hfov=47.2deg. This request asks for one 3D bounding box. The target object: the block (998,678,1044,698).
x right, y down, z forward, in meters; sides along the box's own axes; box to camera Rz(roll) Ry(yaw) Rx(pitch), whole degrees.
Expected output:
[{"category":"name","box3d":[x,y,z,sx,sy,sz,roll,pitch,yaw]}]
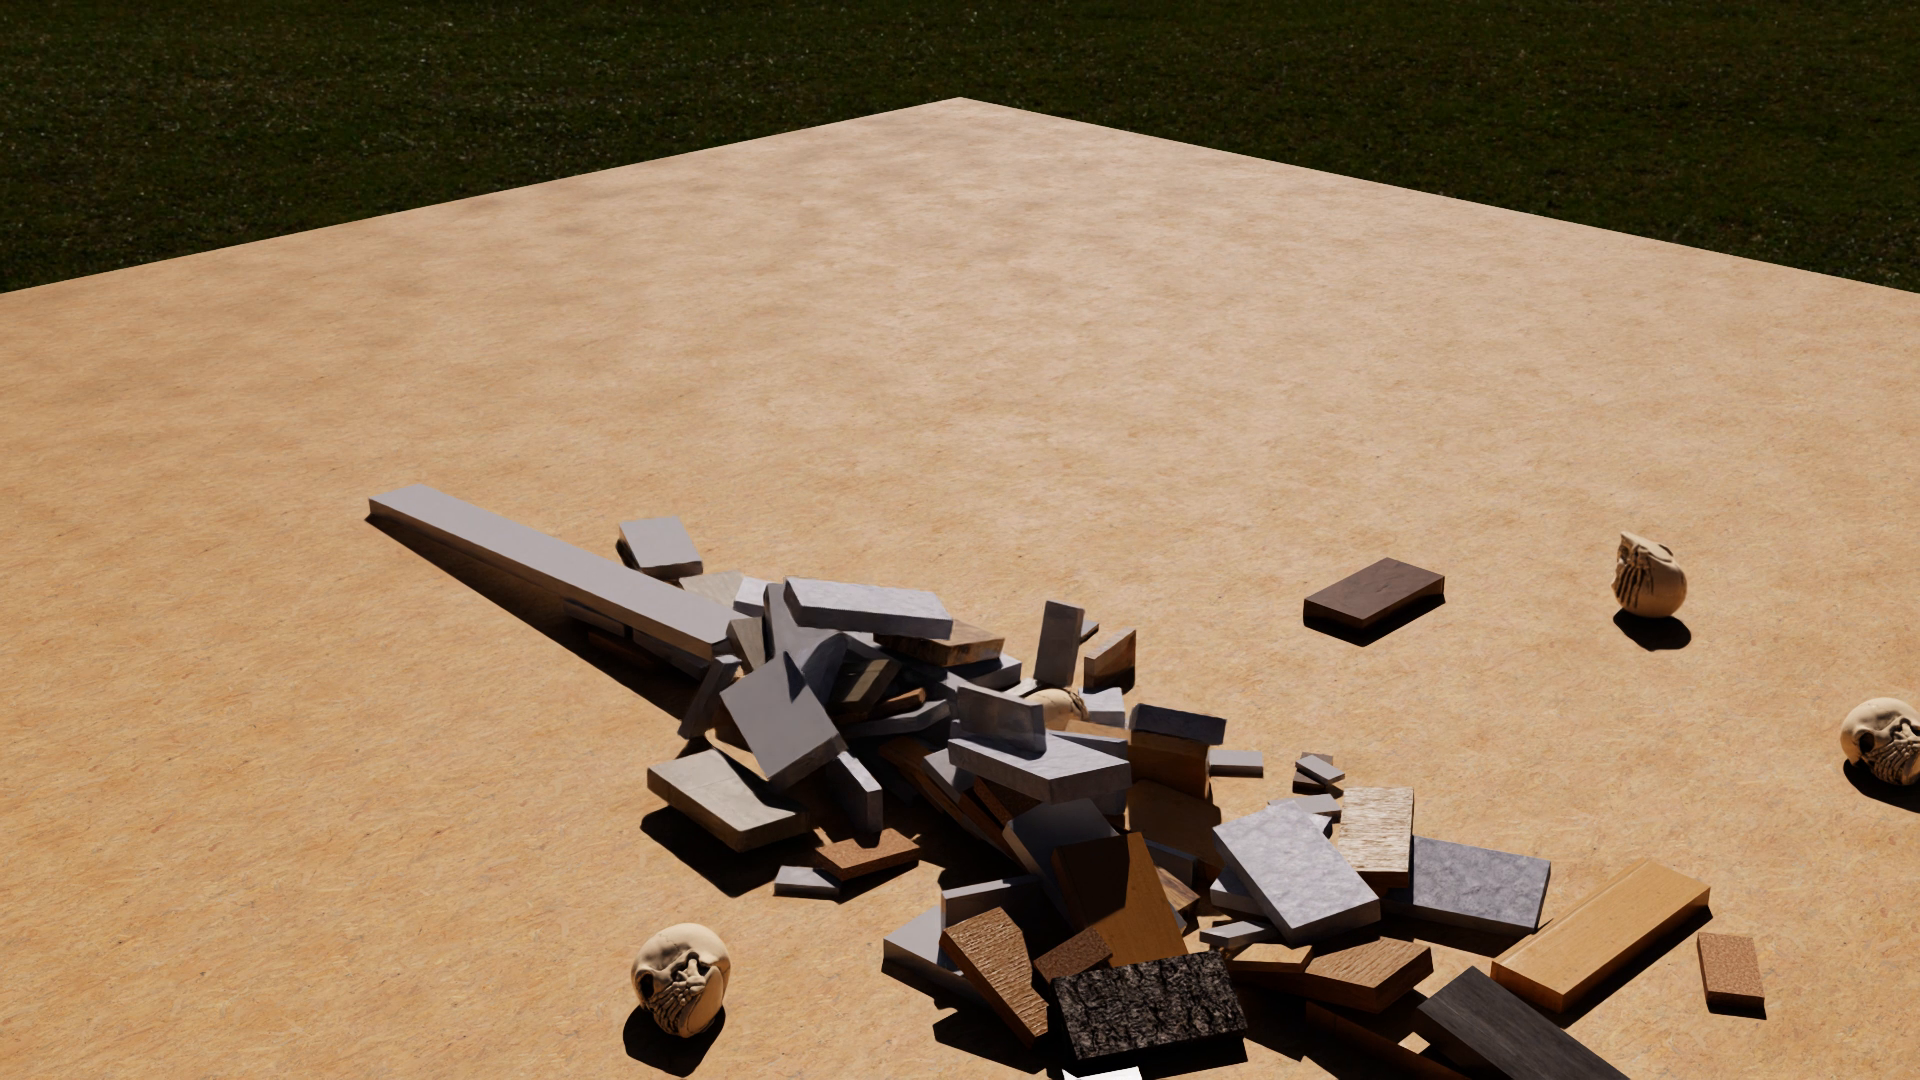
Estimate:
[{"category":"block","box3d":[0.136,0.338,4.945,0.101,0.014,0.050,-21,31,-40]}]

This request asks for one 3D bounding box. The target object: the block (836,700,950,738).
[{"category":"block","box3d":[-0.142,0.374,4.574,0.221,0.031,0.111,-9,9,37]}]

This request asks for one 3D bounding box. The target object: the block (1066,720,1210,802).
[{"category":"block","box3d":[0.362,0.454,4.483,0.291,0.145,0.041,9,44,15]}]

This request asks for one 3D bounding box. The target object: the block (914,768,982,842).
[{"category":"block","box3d":[0.006,0.513,4.405,0.186,0.026,0.093,43,42,18]}]

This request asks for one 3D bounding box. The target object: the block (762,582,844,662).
[{"category":"block","box3d":[-0.343,0.227,4.858,0.154,0.044,0.309,7,42,-18]}]

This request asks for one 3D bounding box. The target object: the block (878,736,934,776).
[{"category":"block","box3d":[-0.094,0.447,4.498,0.138,0.020,0.069,26,34,36]}]

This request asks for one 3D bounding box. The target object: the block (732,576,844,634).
[{"category":"block","box3d":[-0.377,0.165,5.233,0.309,0.044,0.154,12,21,-1]}]

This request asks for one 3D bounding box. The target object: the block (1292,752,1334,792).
[{"category":"block","box3d":[0.738,0.485,4.594,0.065,0.018,0.130,7,24,16]}]

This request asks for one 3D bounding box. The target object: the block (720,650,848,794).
[{"category":"block","box3d":[-0.364,0.369,4.501,0.167,0.047,0.334,-33,36,-5]}]

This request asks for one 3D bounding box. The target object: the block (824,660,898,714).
[{"category":"block","box3d":[-0.233,0.308,4.607,0.230,0.033,0.115,-9,39,54]}]

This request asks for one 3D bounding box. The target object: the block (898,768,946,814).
[{"category":"block","box3d":[-0.054,0.497,4.486,0.069,0.020,0.138,-20,51,-39]}]

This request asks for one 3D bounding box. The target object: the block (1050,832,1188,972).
[{"category":"block","box3d":[0.293,0.683,3.892,0.167,0.047,0.334,-8,53,-17]}]

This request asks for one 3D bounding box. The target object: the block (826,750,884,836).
[{"category":"block","box3d":[-0.214,0.503,4.428,0.033,0.115,0.230,-10,25,-22]}]

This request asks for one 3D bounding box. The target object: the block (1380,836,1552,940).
[{"category":"block","box3d":[0.930,0.643,4.099,0.307,0.043,0.153,8,49,23]}]

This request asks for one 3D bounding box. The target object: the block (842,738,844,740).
[{"category":"block","box3d":[-0.241,0.417,4.670,0.111,0.031,0.221,-20,45,-39]}]

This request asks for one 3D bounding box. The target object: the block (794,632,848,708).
[{"category":"block","box3d":[-0.317,0.302,4.659,0.115,0.033,0.230,-25,29,30]}]

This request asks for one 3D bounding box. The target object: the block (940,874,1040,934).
[{"category":"block","box3d":[0.055,0.664,3.974,0.182,0.091,0.026,-8,25,-18]}]

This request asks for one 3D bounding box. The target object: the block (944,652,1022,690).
[{"category":"block","box3d":[-0.044,0.261,5.042,0.346,0.049,0.173,24,27,39]}]

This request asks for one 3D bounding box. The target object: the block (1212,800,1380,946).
[{"category":"block","box3d":[0.609,0.606,4.012,0.170,0.048,0.340,-17,29,-12]}]

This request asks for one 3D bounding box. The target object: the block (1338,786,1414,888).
[{"category":"block","box3d":[0.782,0.557,4.139,0.131,0.037,0.263,-1,29,15]}]

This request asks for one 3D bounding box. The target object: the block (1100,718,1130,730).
[{"category":"block","box3d":[0.393,0.422,4.733,0.190,0.027,0.095,5,23,11]}]

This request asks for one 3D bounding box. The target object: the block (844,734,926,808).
[{"category":"block","box3d":[-0.131,0.465,4.565,0.111,0.031,0.221,-20,42,-39]}]

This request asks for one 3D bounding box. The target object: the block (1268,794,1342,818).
[{"category":"block","box3d":[0.697,0.545,4.452,0.134,0.019,0.067,-5,23,-11]}]

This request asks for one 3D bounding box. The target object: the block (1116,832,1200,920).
[{"category":"block","box3d":[0.297,0.632,4.135,0.142,0.040,0.283,-21,45,-40]}]

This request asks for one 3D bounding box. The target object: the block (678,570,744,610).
[{"category":"block","box3d":[-0.567,0.161,5.324,0.156,0.044,0.312,-9,25,-20]}]

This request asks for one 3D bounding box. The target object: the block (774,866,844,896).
[{"category":"block","box3d":[-0.287,0.651,4.204,0.125,0.018,0.063,3,23,7]}]

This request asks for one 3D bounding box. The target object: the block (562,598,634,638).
[{"category":"block","box3d":[-0.824,0.170,5.233,0.239,0.034,0.120,17,28,42]}]

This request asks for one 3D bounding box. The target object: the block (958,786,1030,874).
[{"category":"block","box3d":[0.143,0.566,4.251,0.142,0.040,0.283,-21,51,-40]}]

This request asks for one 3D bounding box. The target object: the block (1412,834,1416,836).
[{"category":"block","box3d":[0.905,0.611,4.218,0.190,0.027,0.095,13,25,27]}]

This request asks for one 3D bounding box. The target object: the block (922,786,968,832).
[{"category":"block","box3d":[-0.006,0.525,4.438,0.069,0.020,0.138,-20,51,-40]}]

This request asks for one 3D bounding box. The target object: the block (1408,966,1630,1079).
[{"category":"block","box3d":[0.924,0.847,3.595,0.340,0.048,0.170,35,39,31]}]

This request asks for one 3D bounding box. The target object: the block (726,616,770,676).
[{"category":"block","box3d":[-0.388,0.294,4.830,0.154,0.044,0.309,-5,47,-29]}]

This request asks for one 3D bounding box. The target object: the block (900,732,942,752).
[{"category":"block","box3d":[-0.116,0.428,4.684,0.158,0.022,0.079,23,8,42]}]

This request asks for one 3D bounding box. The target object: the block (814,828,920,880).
[{"category":"block","box3d":[-0.180,0.609,4.265,0.186,0.026,0.093,-10,24,-38]}]

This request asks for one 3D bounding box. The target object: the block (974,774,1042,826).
[{"category":"block","box3d":[0.158,0.527,4.182,0.142,0.040,0.283,-10,35,-28]}]

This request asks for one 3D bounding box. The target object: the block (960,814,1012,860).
[{"category":"block","box3d":[0.103,0.576,4.313,0.186,0.026,0.093,32,37,30]}]

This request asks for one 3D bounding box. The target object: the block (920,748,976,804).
[{"category":"block","box3d":[0.016,0.485,4.368,0.093,0.026,0.186,-16,45,-37]}]
